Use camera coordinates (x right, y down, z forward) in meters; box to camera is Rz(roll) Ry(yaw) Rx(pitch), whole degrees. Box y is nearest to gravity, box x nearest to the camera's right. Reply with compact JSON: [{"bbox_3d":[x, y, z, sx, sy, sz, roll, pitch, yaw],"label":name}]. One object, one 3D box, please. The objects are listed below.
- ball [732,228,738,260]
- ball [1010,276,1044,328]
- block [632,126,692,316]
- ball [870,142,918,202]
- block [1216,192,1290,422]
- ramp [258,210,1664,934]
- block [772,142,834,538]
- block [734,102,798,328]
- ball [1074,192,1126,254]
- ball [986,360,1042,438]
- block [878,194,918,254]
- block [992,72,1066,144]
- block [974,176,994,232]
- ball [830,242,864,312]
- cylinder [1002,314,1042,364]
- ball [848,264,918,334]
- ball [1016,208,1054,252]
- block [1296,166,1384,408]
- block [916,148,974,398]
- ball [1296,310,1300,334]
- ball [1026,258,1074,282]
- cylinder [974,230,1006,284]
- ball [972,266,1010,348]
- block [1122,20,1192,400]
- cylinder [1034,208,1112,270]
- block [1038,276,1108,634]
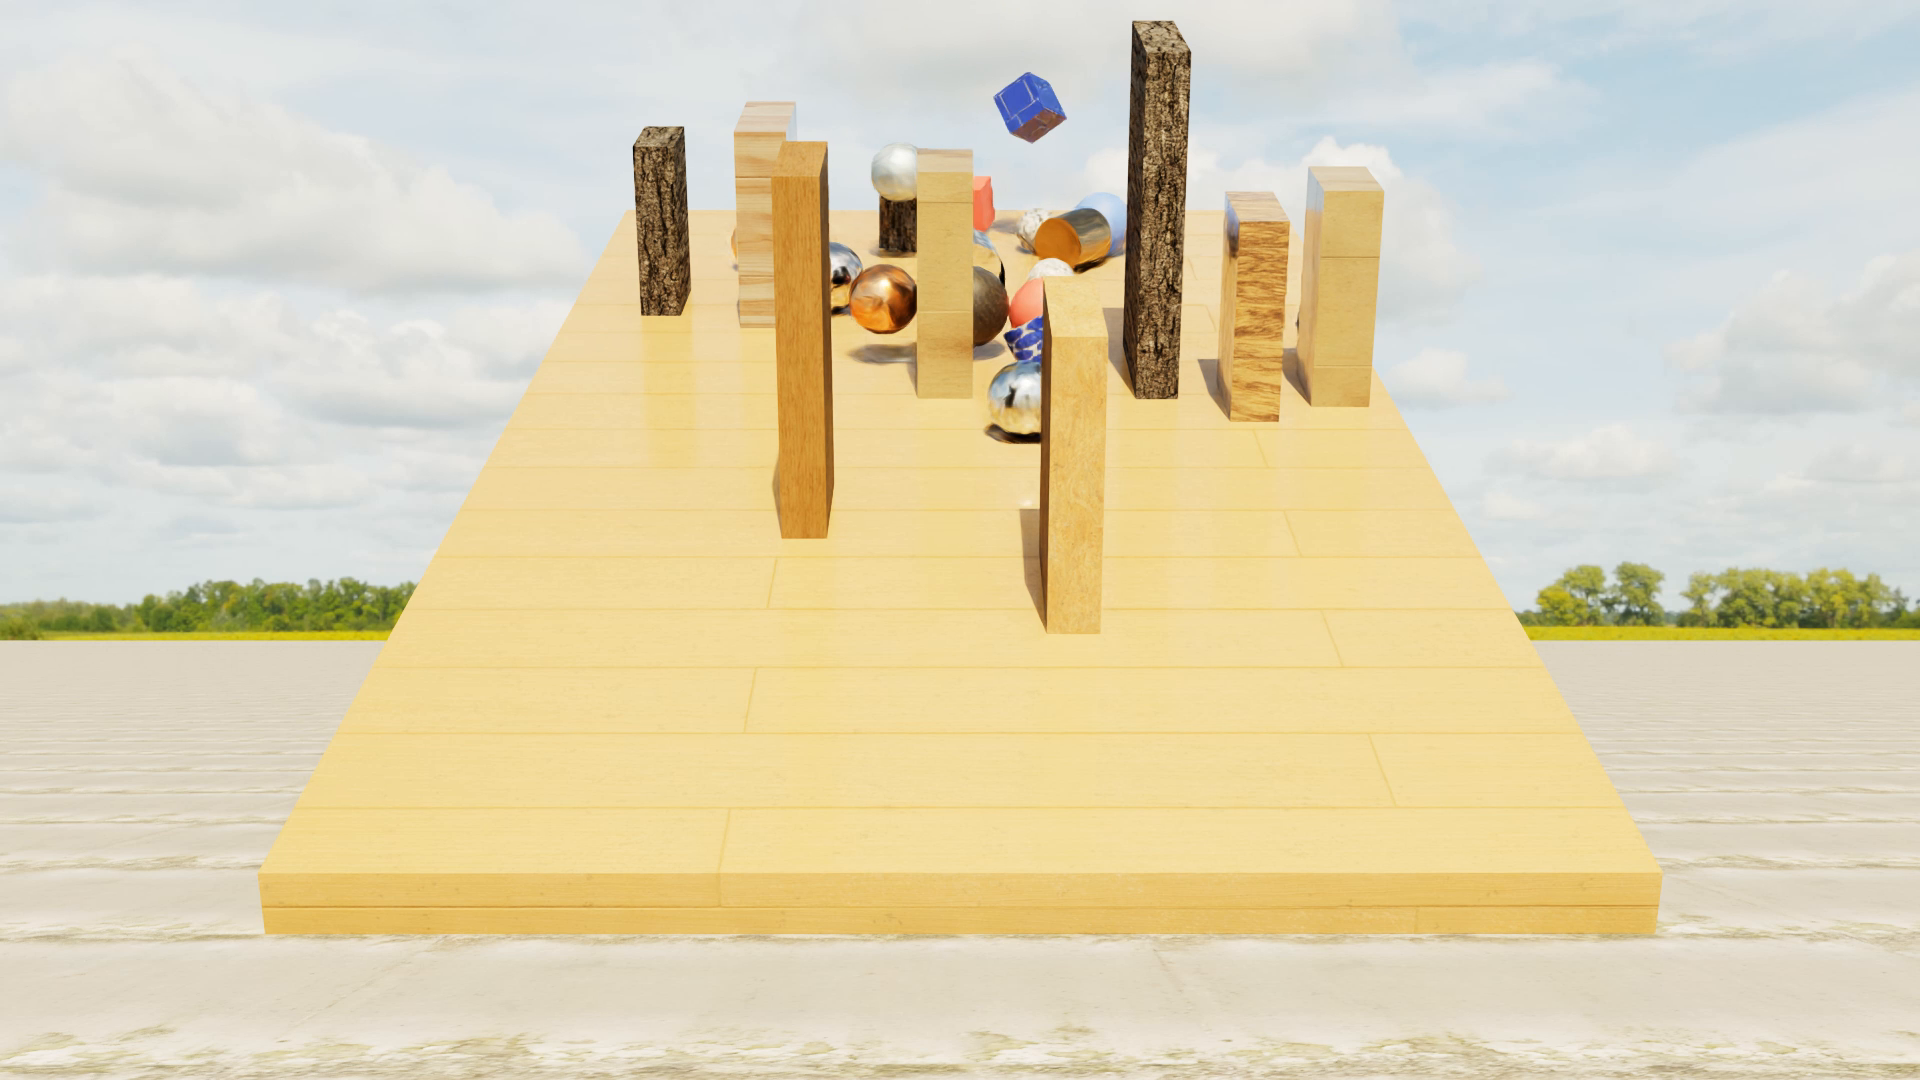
[{"bbox_3d":[-0.549,-0.816,6.287,0.156,0.156,0.156,0,-2,0],"label":"ball"},{"bbox_3d":[0.210,-0.552,5.594,0.181,0.181,0.181,0,-2,0],"label":"ball"},{"bbox_3d":[-0.769,-0.827,5.934,0.103,0.438,0.254,0,22,0],"label":"block"},{"bbox_3d":[-0.166,-1.016,6.328,0.165,0.165,0.165,0,-2,0],"label":"ball"},{"bbox_3d":[0.657,-0.528,5.164,0.109,0.457,0.284,0,22,0],"label":"block"},{"bbox_3d":[-0.006,-0.219,5.137,2.000,0.100,4.000,0,22,0],"label":"ramp"},{"bbox_3d":[-0.303,-0.391,4.468,0.088,0.713,0.310,0,22,0],"label":"block"},{"bbox_3d":[-0.491,-0.840,5.885,0.129,0.498,0.393,0,22,0],"label":"block"},{"bbox_3d":[0.399,-0.892,6.452,0.173,0.173,0.173,0,-2,0],"label":"ball"},{"bbox_3d":[0.142,-0.306,4.992,0.170,0.170,0.170,0,-2,0],"label":"ball"},{"bbox_3d":[-0.110,-0.932,6.548,0.181,0.181,0.181,10,24,23],"label":"block"},{"bbox_3d":[0.199,-1.227,6.506,0.128,0.128,0.128,-33,-20,25],"label":"block"},{"bbox_3d":[0.020,-0.979,6.698,0.128,0.128,0.128,1,27,15],"label":"block"},{"bbox_3d":[-0.336,-0.678,5.908,0.182,0.182,0.182,0,-2,0],"label":"ball"},{"bbox_3d":[0.171,-0.455,5.333,0.107,0.107,0.107,-27,5,2],"label":"cylinder"},{"bbox_3d":[-0.182,-0.574,5.470,0.169,0.169,0.169,0,-2,0],"label":"ball"},{"bbox_3d":[0.221,-0.876,6.488,0.123,0.123,0.123,0,-2,0],"label":"ball"},{"bbox_3d":[0.865,-0.580,5.238,0.132,0.499,0.247,0,22,0],"label":"block"},{"bbox_3d":[-0.034,-0.614,5.283,0.126,0.527,0.243,0,22,0],"label":"block"},{"bbox_3d":[0.897,-0.522,5.542,0.168,0.168,0.168,0,-2,0],"label":"ball"},{"bbox_3d":[0.237,-0.668,5.957,0.129,0.129,0.129,0,-2,0],"label":"ball"},{"bbox_3d":[0.021,-0.710,5.998,0.176,0.176,0.176,0,22,-6],"label":"cylinder"},{"bbox_3d":[0.020,-0.564,5.541,0.199,0.199,0.199,0,-2,0],"label":"ball"},{"bbox_3d":[0.452,-0.771,5.320,0.097,0.791,0.434,0,22,0],"label":"block"},{"bbox_3d":[0.313,-0.828,6.327,0.153,0.153,0.153,-2,16,39],"label":"cylinder"},{"bbox_3d":[0.200,-0.159,4.116,0.094,0.544,0.391,0,22,0],"label":"block"}]
